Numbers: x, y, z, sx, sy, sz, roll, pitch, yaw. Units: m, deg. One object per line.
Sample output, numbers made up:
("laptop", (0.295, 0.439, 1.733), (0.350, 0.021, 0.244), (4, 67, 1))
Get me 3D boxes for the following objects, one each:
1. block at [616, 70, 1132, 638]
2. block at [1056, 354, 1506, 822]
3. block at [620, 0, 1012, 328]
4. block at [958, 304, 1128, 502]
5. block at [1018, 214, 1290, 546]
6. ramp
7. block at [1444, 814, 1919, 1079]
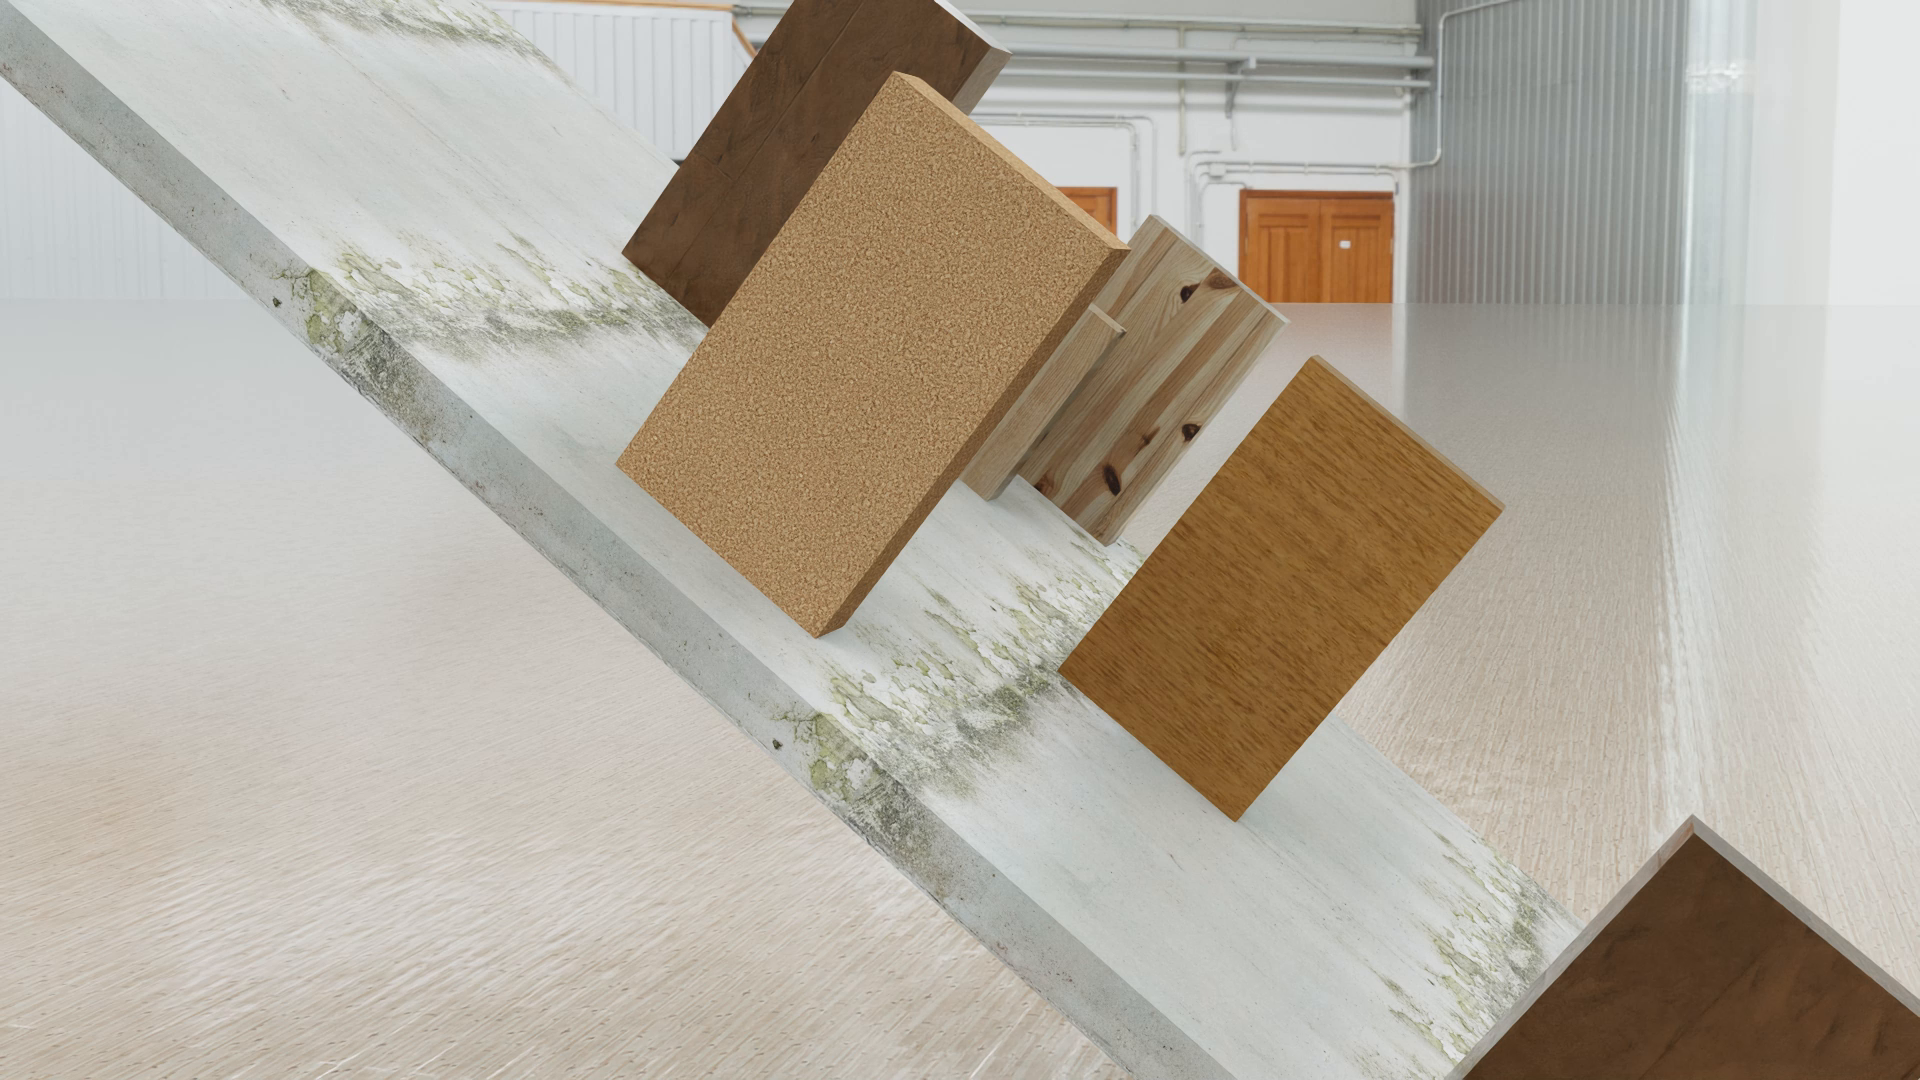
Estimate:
("block", (-0.138, -0.269, 3.276), (0.412, 0.732, 0.122), (40, 16, 9))
("block", (0.547, 0.087, 3.803), (0.408, 0.710, 0.092), (40, 16, 9))
("block", (-0.281, -0.740, 4.230), (0.364, 0.759, 0.146), (40, 16, 9))
("block", (0.098, -0.335, 4.497), (0.264, 0.441, 0.086), (40, 16, 9))
("block", (0.374, -0.345, 4.788), (0.372, 0.623, 0.089), (40, 16, 9))
("ramp", (-0.029, 0.083, 4.053), (4.000, 0.100, 2.000), (40, 16, 9))
("block", (1.042, 0.770, 3.192), (0.443, 0.588, 0.117), (40, 16, 9))
